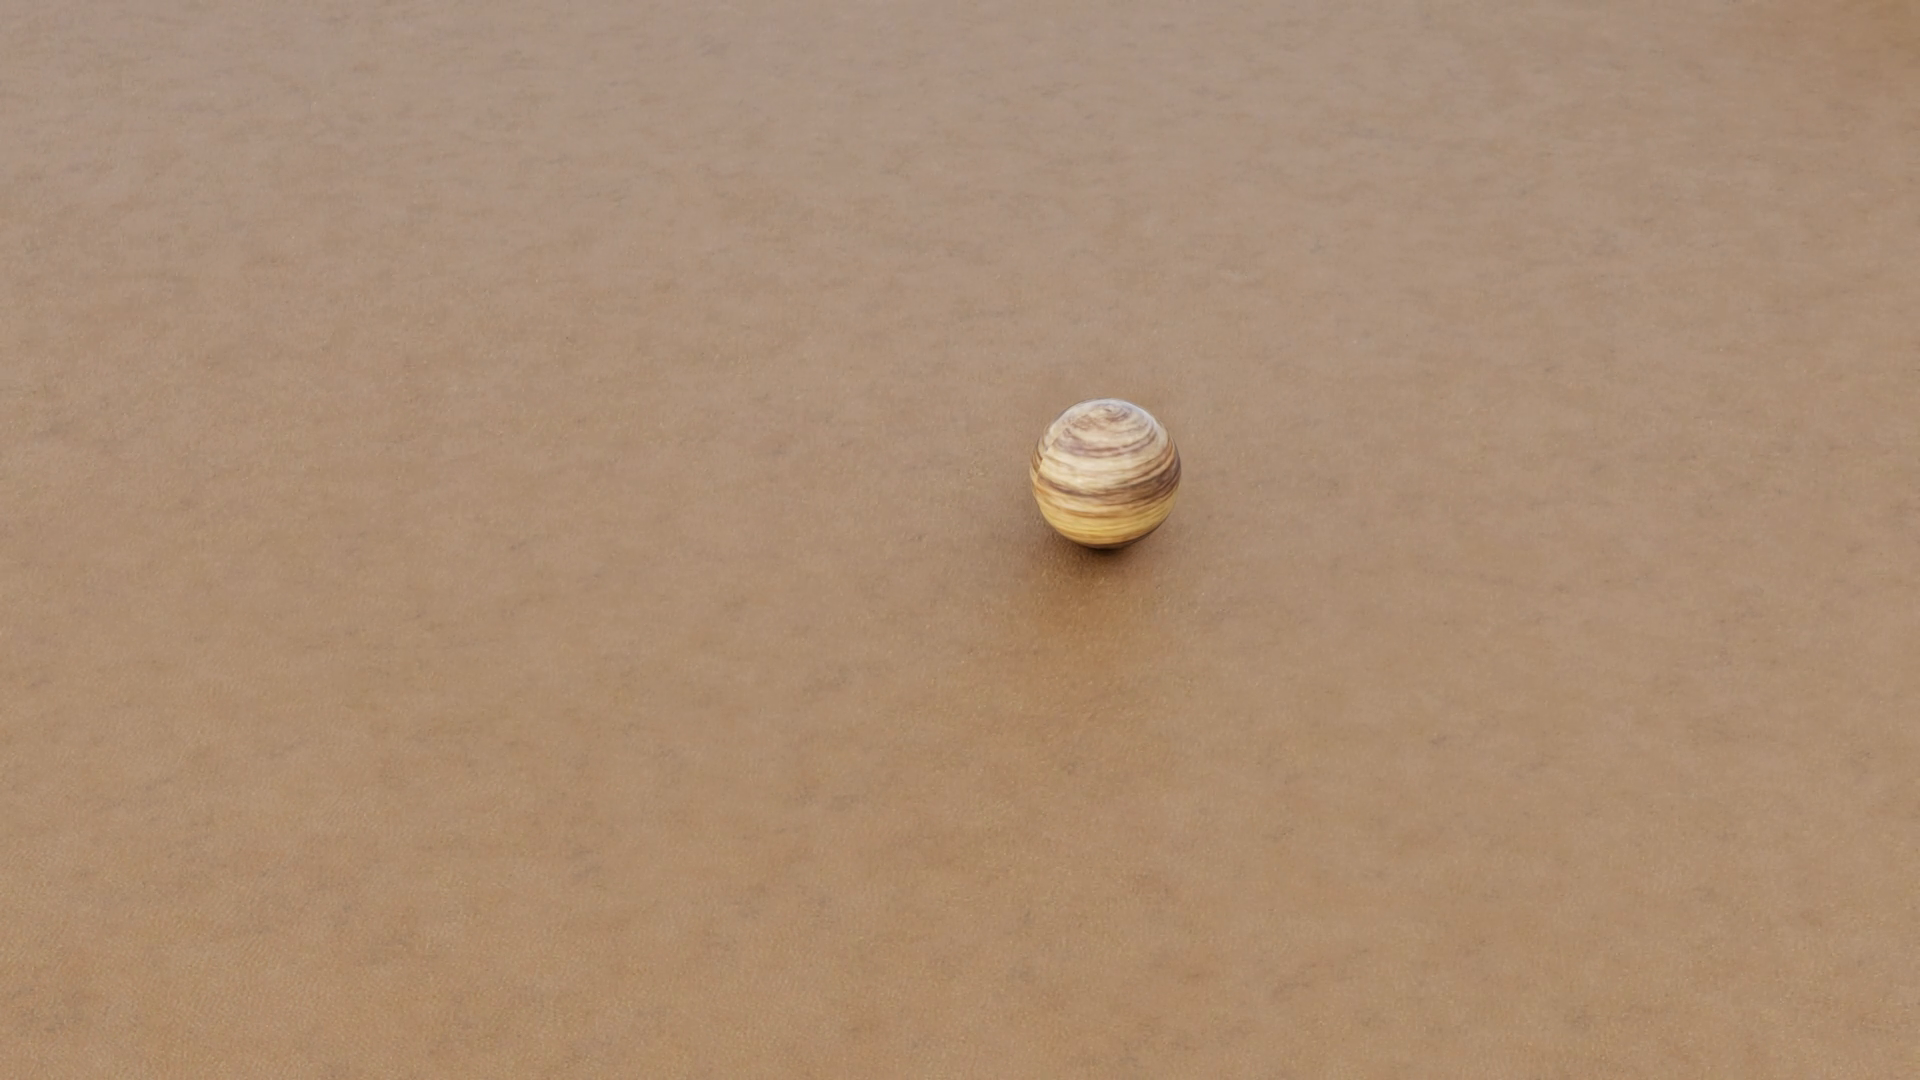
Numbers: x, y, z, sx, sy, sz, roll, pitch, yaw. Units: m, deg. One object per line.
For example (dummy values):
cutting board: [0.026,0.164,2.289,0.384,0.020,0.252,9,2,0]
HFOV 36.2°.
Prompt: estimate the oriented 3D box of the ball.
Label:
ball: [0.086,-0.040,1.743,0.090,0.090,0.090,0,31,0]
